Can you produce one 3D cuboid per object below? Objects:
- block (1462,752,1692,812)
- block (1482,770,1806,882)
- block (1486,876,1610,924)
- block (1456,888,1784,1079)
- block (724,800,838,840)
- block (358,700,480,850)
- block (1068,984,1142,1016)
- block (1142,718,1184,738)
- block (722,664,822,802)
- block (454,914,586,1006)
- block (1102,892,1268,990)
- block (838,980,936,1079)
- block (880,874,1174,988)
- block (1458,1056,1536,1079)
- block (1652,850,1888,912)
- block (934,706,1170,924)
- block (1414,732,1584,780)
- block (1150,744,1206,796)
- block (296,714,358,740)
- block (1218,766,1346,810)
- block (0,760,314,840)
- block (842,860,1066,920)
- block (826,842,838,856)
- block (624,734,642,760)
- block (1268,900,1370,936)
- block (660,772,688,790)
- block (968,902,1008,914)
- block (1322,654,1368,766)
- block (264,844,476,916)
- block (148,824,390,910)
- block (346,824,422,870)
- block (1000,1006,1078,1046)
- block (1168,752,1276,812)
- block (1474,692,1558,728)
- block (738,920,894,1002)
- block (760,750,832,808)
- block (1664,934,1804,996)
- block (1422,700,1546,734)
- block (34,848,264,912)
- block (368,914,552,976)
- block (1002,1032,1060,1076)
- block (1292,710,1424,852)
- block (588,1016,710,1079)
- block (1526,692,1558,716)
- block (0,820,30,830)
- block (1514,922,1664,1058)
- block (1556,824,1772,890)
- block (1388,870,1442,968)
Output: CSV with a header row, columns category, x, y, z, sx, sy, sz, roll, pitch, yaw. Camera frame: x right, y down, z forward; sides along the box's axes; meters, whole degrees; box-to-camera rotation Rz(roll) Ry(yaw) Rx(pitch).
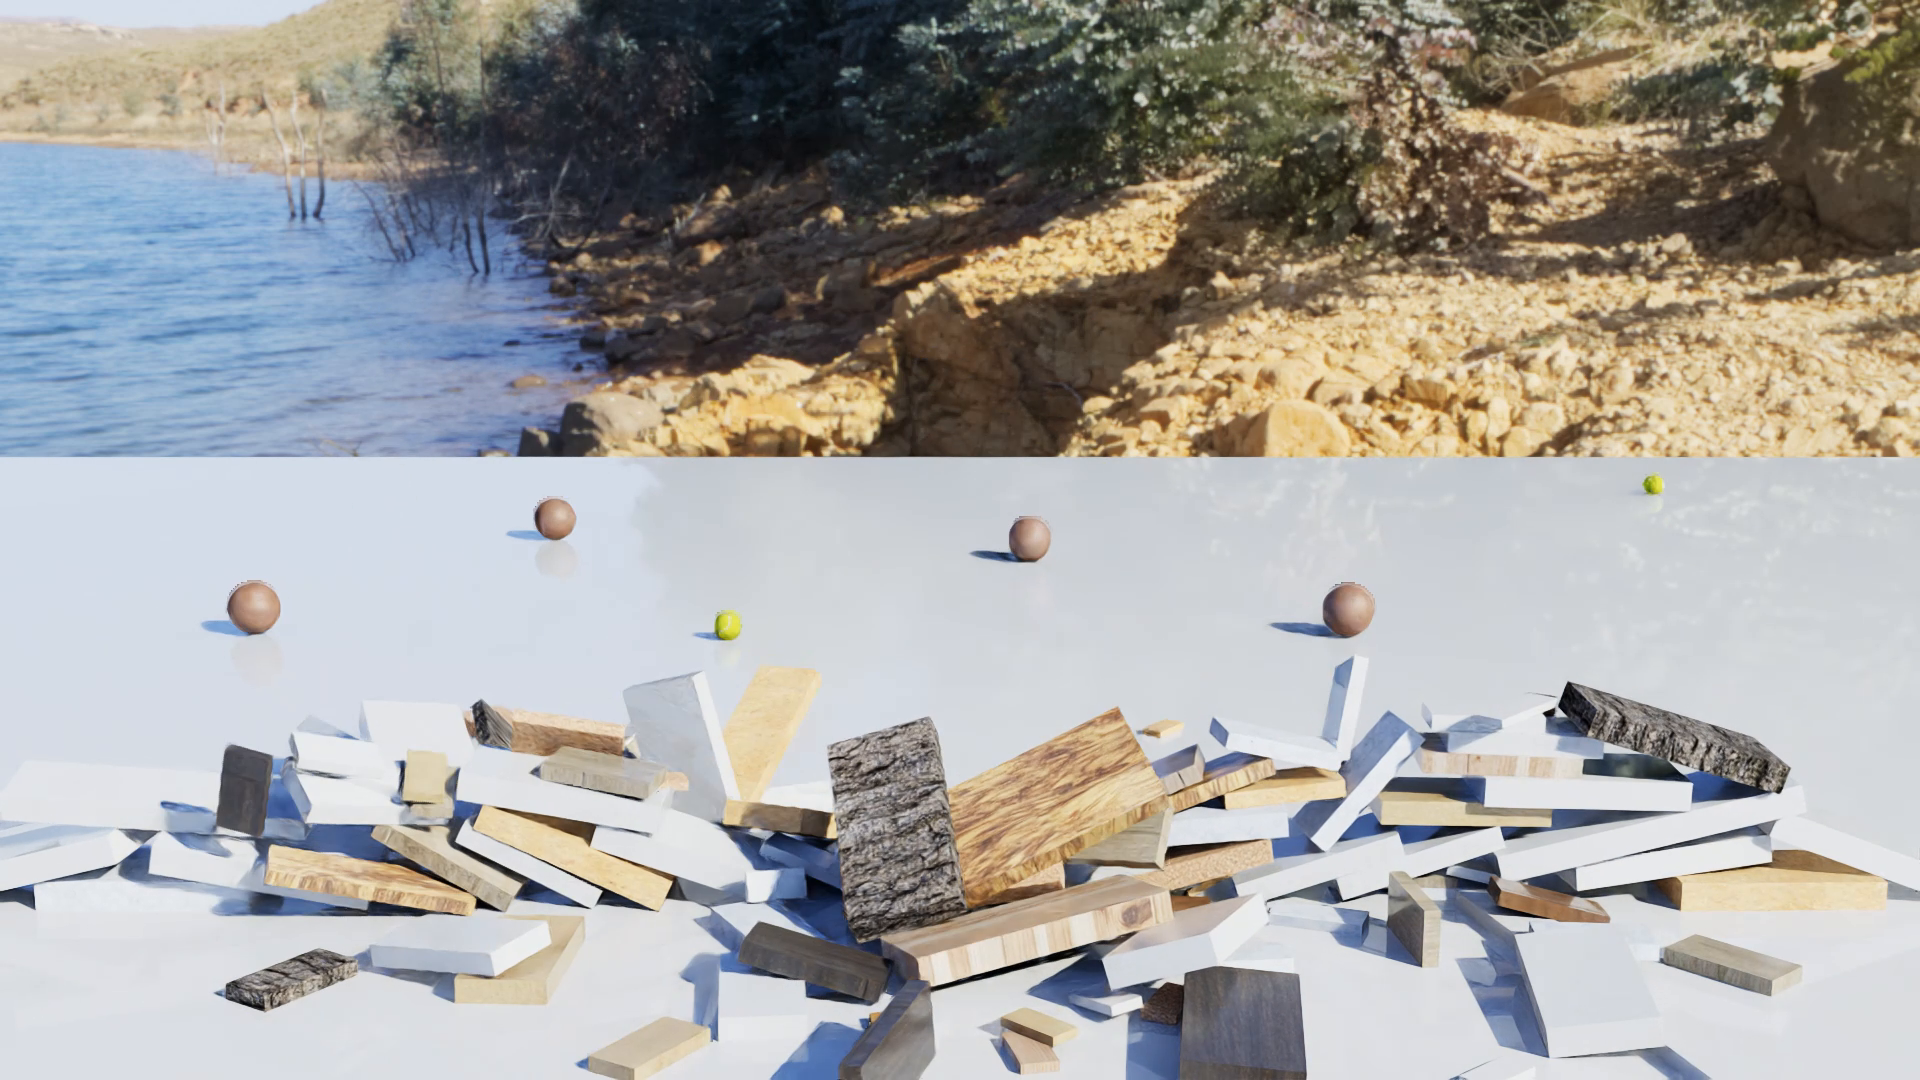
category,x,y,z,sx,sy,sz,roll,pitch,yaw
block,1.013,0.396,3.627,0.333,0.047,0.167,1,11,0
block,1.119,0.461,3.640,0.502,0.047,0.167,-14,11,2
block,0.940,0.582,3.517,0.177,0.025,0.089,14,7,1
block,0.961,0.665,3.197,0.091,0.026,0.879,-3,11,-13
block,-0.269,0.489,3.807,0.148,0.042,0.296,3,-10,25
block,-0.951,0.414,3.914,0.178,0.050,0.484,4,19,-23
block,0.209,0.664,3.177,0.054,0.015,0.108,-10,6,-31
block,0.431,0.399,4.660,0.048,0.014,0.095,8,13,36
block,-0.393,0.391,4.122,0.124,0.035,0.436,4,38,19
block,-0.663,0.633,3.331,0.134,0.038,0.268,0,11,2
block,0.339,0.591,3.261,0.164,0.047,0.328,-17,-4,20
block,-0.092,0.681,2.879,0.030,0.107,0.295,-2,10,17
block,0.102,0.591,3.340,0.413,0.047,0.164,-11,5,-21
block,0.719,0.718,2.943,0.101,0.014,0.050,-9,14,-40
block,1.343,0.566,3.667,0.336,0.048,0.168,0,11,-1
block,0.105,0.433,3.477,0.416,0.050,0.176,-26,55,-3
block,0.881,0.354,3.613,0.255,0.035,0.123,2,11,4
block,0.213,0.447,3.654,0.410,0.030,0.105,-25,9,14
block,-1.140,0.425,4.208,0.365,0.136,0.039,13,59,51
block,0.528,0.408,3.639,0.199,0.028,0.099,-6,10,-3
block,-1.312,0.428,3.627,0.491,0.038,0.134,4,23,-4
block,-0.015,0.502,3.524,0.351,0.176,0.050,-10,-34,8
block,-0.080,0.496,3.815,0.148,0.042,0.296,-32,-14,35
block,-0.590,0.427,4.000,0.288,0.037,0.129,-29,63,-31
block,0.575,0.606,3.528,0.152,0.019,0.067,4,11,20
block,-0.504,0.400,3.666,0.095,0.014,0.048,6,11,-20
block,-0.049,0.540,3.573,0.258,0.129,0.037,-1,-32,10
block,0.647,0.294,3.724,0.026,0.183,0.091,17,-20,-6
block,-0.948,0.549,3.544,0.329,0.024,0.086,13,16,-19
block,-1.134,0.519,3.632,0.349,0.049,0.175,11,18,-6
block,-1.016,0.542,3.844,0.107,0.030,0.214,-5,11,-23
block,0.110,0.679,3.068,0.050,0.014,0.101,-10,15,-44
block,0.415,0.395,3.630,0.199,0.028,0.099,-21,11,-1
block,0.902,0.276,3.565,0.050,0.014,0.191,10,14,40
block,-0.211,0.622,3.248,0.214,0.030,0.107,15,9,5
block,-0.398,0.454,4.265,0.178,0.050,0.356,-5,12,-25
block,1.167,0.641,3.323,0.089,0.025,0.177,-9,14,-40
block,0.855,0.289,3.599,0.183,0.026,0.091,1,11,1
block,-1.333,0.565,3.669,0.349,0.049,0.175,0,11,0
block,-0.750,0.606,3.296,0.247,0.035,0.124,-3,12,31
block,0.096,0.703,3.019,0.054,0.015,0.108,-2,11,-13
block,0.661,0.400,3.657,0.035,0.247,0.123,40,2,-10
block,-0.425,0.699,3.019,0.081,0.023,0.161,7,12,31
block,0.971,0.309,3.682,0.050,0.101,0.014,7,11,28
block,-1.678,0.472,3.661,0.273,0.039,0.136,-15,10,-13
block,0.897,0.642,3.152,0.154,0.044,0.314,-8,13,8
block,1.162,0.515,3.689,0.336,0.048,0.168,-7,11,-6
block,0.706,0.589,3.425,0.026,0.091,0.182,-1,11,-6
